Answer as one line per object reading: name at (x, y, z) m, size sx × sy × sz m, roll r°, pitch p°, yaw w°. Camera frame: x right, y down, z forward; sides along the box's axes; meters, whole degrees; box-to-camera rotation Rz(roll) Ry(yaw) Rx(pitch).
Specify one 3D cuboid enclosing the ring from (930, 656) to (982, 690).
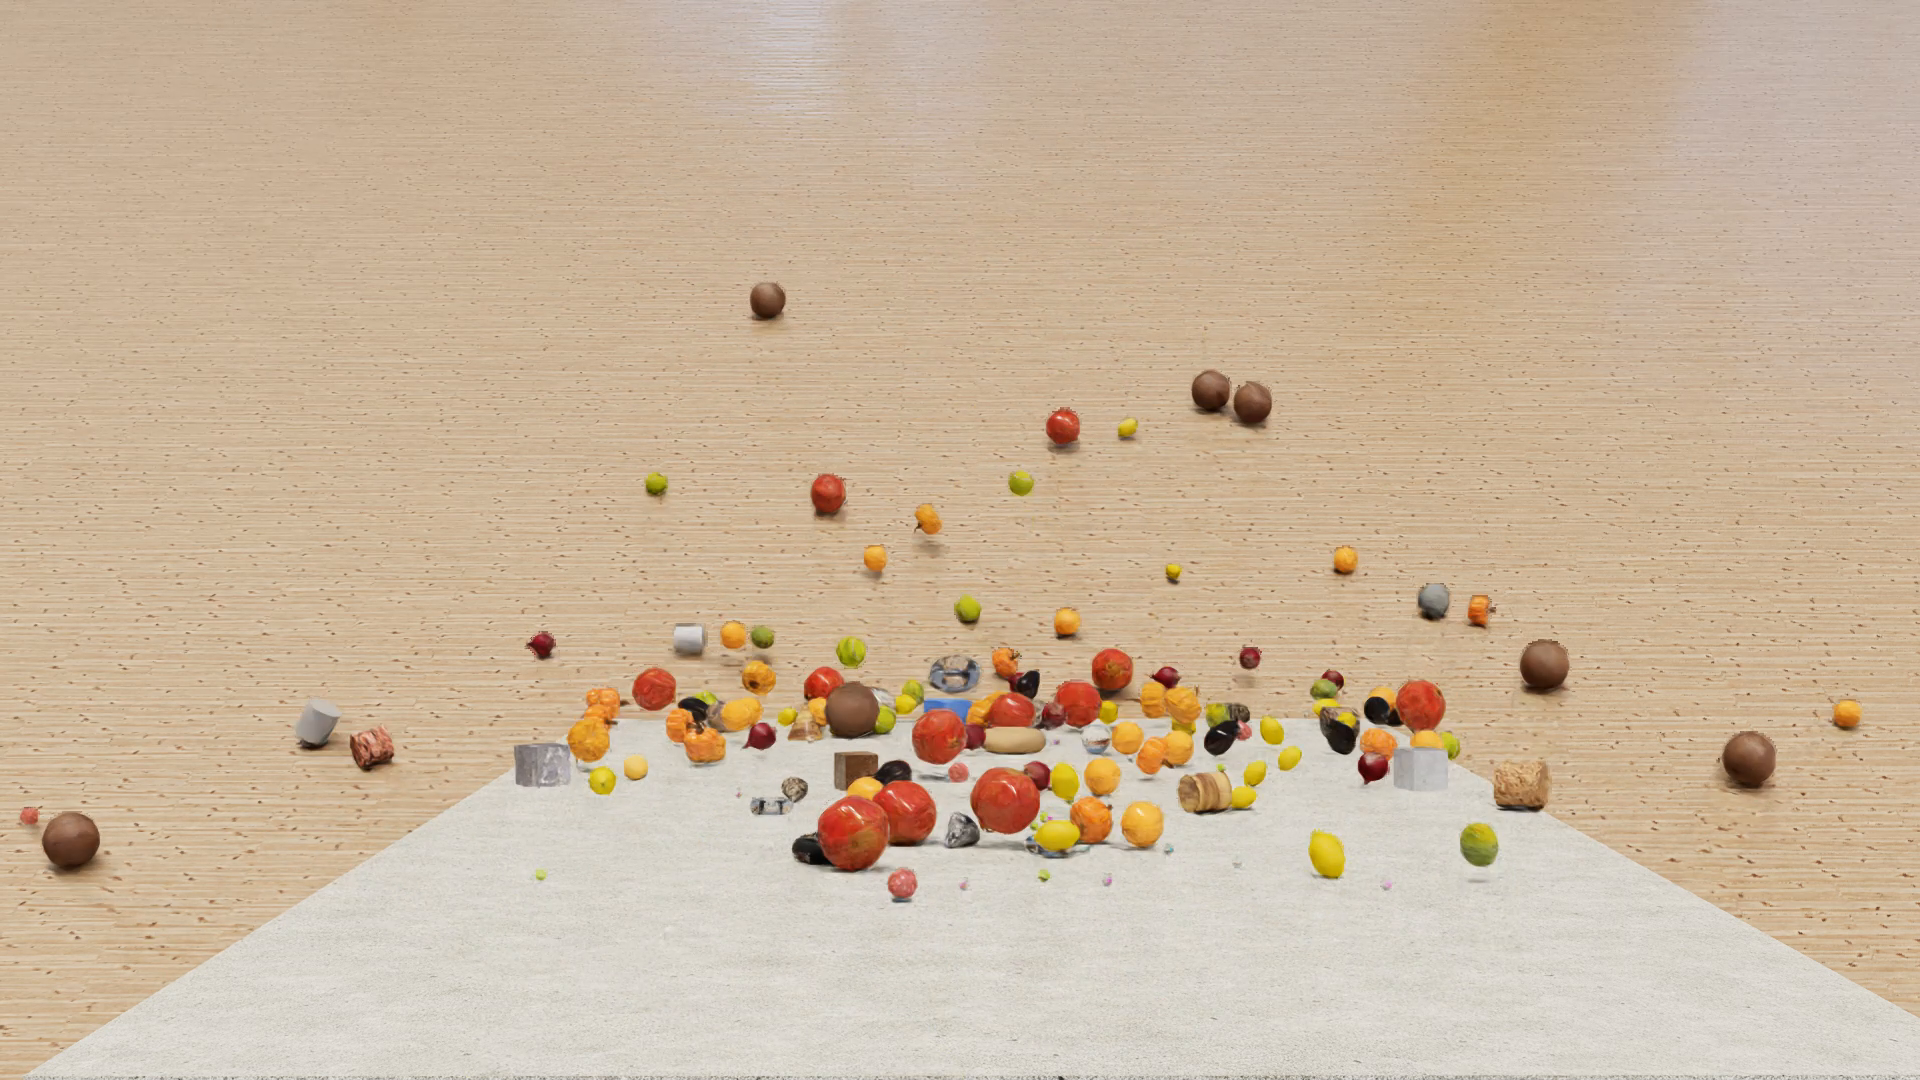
ring at (-0.013, 0.357, 6.929) m, size 0.141 × 0.047 × 0.141 m, roll 0°, pitch 28°, yaw 0°

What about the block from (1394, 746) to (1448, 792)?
block at (0.904, 0.448, 5.058) m, size 0.077 × 0.077 × 0.077 m, roll 0°, pitch 1°, yaw -20°

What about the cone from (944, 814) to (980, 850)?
cone at (-0.009, 0.490, 4.226) m, size 0.061 × 0.061 × 0.061 m, roll 17°, pitch 37°, yaw 30°

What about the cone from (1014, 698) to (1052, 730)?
cone at (0.172, 0.443, 6.209) m, size 0.092 × 0.092 × 0.092 m, roll 3°, pitch 28°, yaw 6°

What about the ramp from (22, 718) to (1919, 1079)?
ramp at (0.061, 0.546, 4.582) m, size 2.000 × 0.100 × 4.000 m, roll 0°, pitch 1°, yaw 0°

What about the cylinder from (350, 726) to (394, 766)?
cylinder at (-1.492, 0.523, 6.546) m, size 0.085 × 0.085 × 0.085 m, roll -17°, pitch 31°, yaw -27°

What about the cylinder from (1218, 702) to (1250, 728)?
cylinder at (0.675, 0.431, 6.361) m, size 0.057 × 0.057 × 0.057 m, roll -12°, pitch 5°, yaw -22°

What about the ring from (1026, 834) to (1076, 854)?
ring at (0.148, 0.491, 4.169) m, size 0.083 × 0.028 × 0.083 m, roll 1°, pitch 1°, yaw 0°

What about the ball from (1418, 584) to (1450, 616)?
ball at (1.332, 0.169, 7.251) m, size 0.091 × 0.091 × 0.091 m, roll 0°, pitch 27°, yaw 0°

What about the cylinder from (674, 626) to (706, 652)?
cylinder at (-0.739, 0.270, 7.057) m, size 0.073 × 0.073 × 0.073 m, roll 0°, pitch 27°, yaw 3°

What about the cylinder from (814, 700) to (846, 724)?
cylinder at (-0.324, 0.429, 6.446) m, size 0.060 × 0.060 × 0.060 m, roll 10°, pitch 4°, yaw 19°

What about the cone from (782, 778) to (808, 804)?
cone at (-0.312, 0.480, 4.842) m, size 0.051 × 0.051 × 0.051 m, roll 1°, pitch 28°, yaw 2°

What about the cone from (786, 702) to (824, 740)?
cone at (-0.363, 0.422, 6.062) m, size 0.090 × 0.090 × 0.090 m, roll 0°, pitch 1°, yaw 0°

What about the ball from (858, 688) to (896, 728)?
ball at (-0.205, 0.413, 6.367) m, size 0.097 × 0.097 × 0.097 m, roll 0°, pitch 27°, yaw 0°

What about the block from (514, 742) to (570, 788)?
block at (-0.829, 0.447, 5.129) m, size 0.078 × 0.078 × 0.078 m, roll 1°, pitch 2°, yaw 45°

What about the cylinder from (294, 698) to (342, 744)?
cylinder at (-1.649, 0.465, 6.628) m, size 0.087 × 0.087 × 0.087 m, roll 29°, pitch 12°, yaw -7°

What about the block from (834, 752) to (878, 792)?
block at (-0.203, 0.453, 5.056) m, size 0.069 × 0.069 × 0.069 m, roll 0°, pitch 1°, yaw -20°

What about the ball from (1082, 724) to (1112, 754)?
ball at (0.301, 0.441, 5.714) m, size 0.066 × 0.066 × 0.066 m, roll 0°, pitch 27°, yaw 0°

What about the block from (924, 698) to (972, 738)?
block at (-0.029, 0.423, 6.154) m, size 0.084 × 0.084 × 0.084 m, roll -1°, pitch 1°, yaw -39°

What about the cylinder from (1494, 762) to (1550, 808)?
cylinder at (1.025, 0.447, 4.712) m, size 0.082 × 0.082 × 0.082 m, roll 0°, pitch 24°, yaw 26°

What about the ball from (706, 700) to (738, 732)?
ball at (-0.576, 0.426, 6.222) m, size 0.077 × 0.077 × 0.077 m, roll 0°, pitch 27°, yaw 0°

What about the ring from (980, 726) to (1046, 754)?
ring at (0.120, 0.448, 5.773) m, size 0.149 × 0.050 × 0.149 m, roll 1°, pitch 2°, yaw 0°

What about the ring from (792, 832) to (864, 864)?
ring at (-0.208, 0.488, 4.074) m, size 0.116 × 0.039 × 0.116 m, roll 0°, pitch 2°, yaw 0°

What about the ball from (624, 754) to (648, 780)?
ball at (-0.654, 0.459, 5.208) m, size 0.051 × 0.051 × 0.051 m, roll 0°, pitch 27°, yaw 0°

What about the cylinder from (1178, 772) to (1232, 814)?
cylinder at (0.444, 0.457, 4.673) m, size 0.070 × 0.070 × 0.070 m, roll -1°, pitch 25°, yaw -24°

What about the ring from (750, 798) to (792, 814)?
ring at (-0.342, 0.482, 4.674) m, size 0.080 × 0.027 × 0.080 m, roll 0°, pitch 0°, yaw 0°
